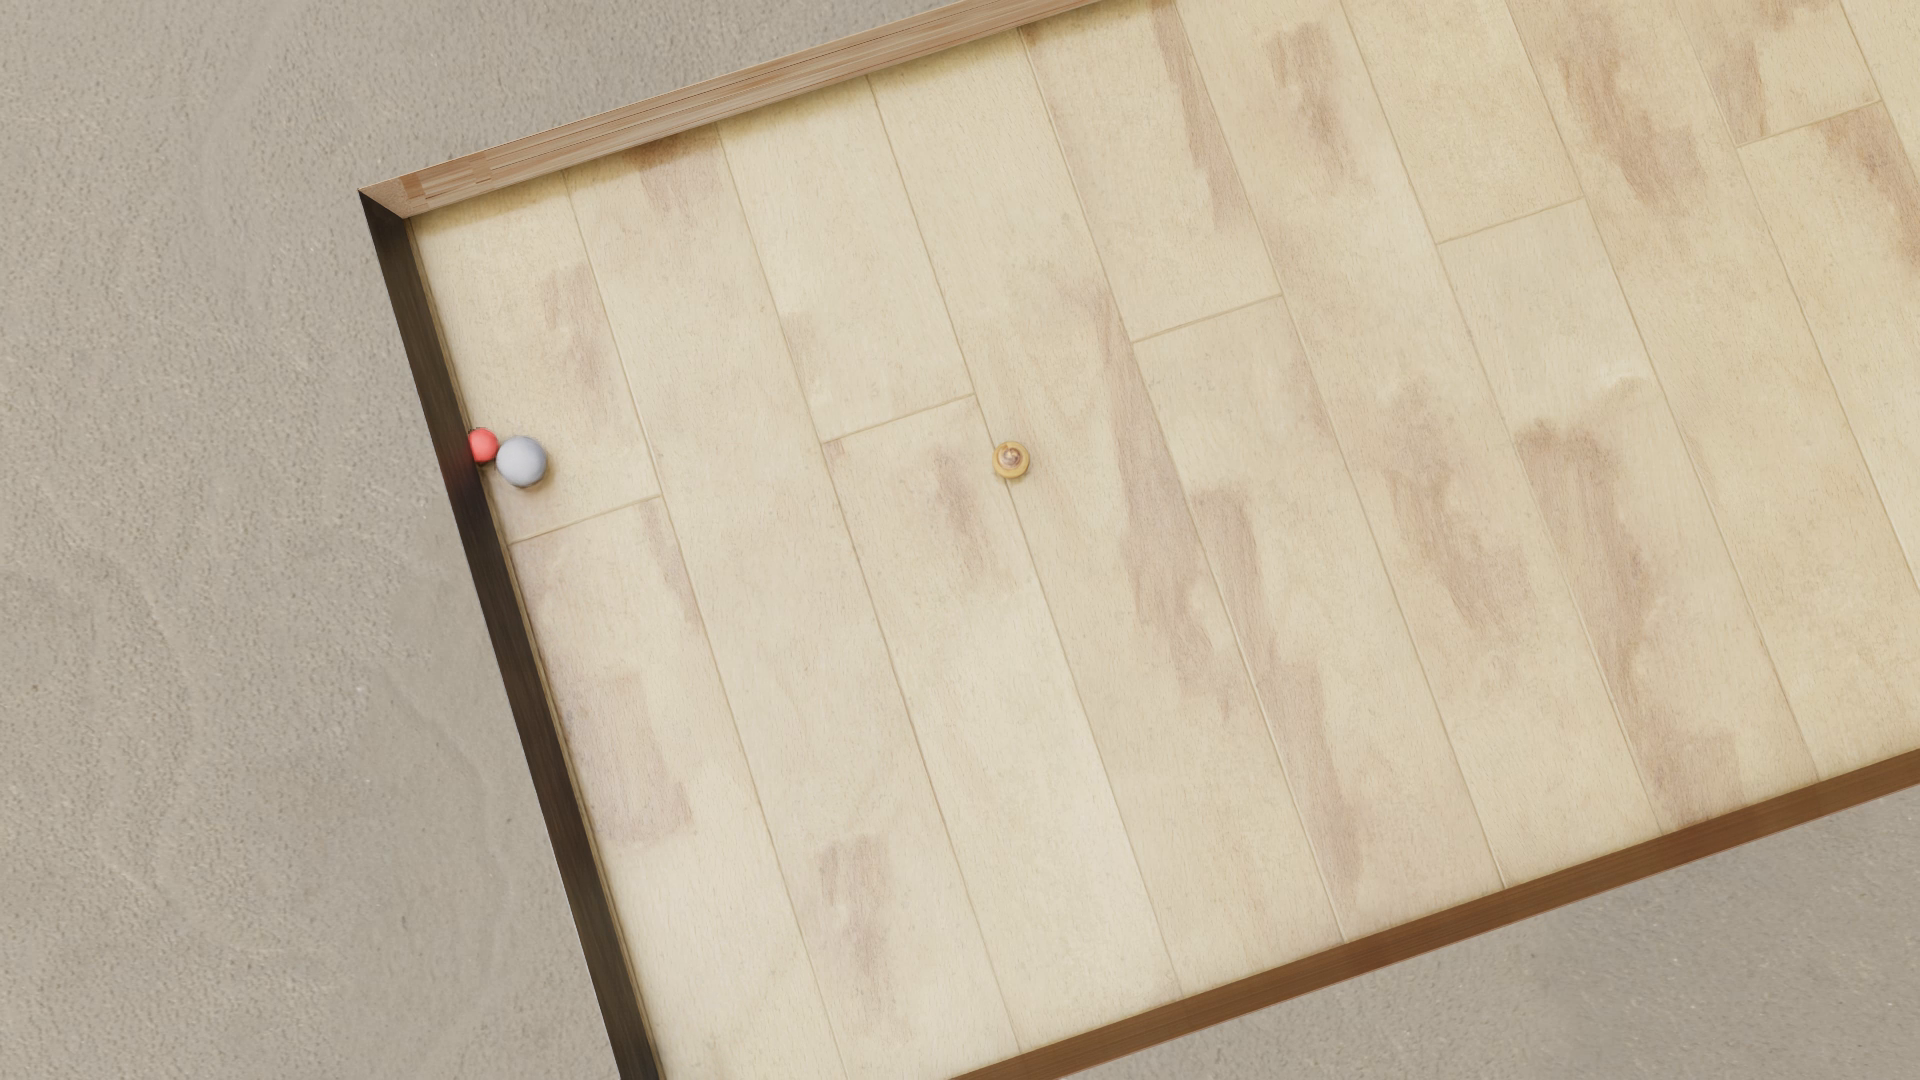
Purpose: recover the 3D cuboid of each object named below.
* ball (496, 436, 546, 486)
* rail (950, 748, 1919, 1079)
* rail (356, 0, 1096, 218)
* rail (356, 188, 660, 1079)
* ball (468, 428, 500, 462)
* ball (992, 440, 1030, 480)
[{"bbox_3d":[-0.659,-0.118,3.307,0.075,0.075,0.075,0,80,0],"label":"ball"},{"bbox_3d":[0.903,0.490,3.180,2.796,0.103,0.045,-18,80,-3],"label":"rail"},{"bbox_3d":[0.423,-0.931,3.441,2.796,0.103,0.045,-18,80,-3],"label":"rail"},{"bbox_3d":[-0.641,0.206,3.232,0.045,0.103,1.570,-18,80,-3],"label":"rail"},{"bbox_3d":[-0.723,-0.142,3.324,0.051,0.051,0.051,0,80,0],"label":"ball"},{"bbox_3d":[0.077,-0.121,3.316,0.058,0.058,0.058,0,80,0],"label":"ball"}]
